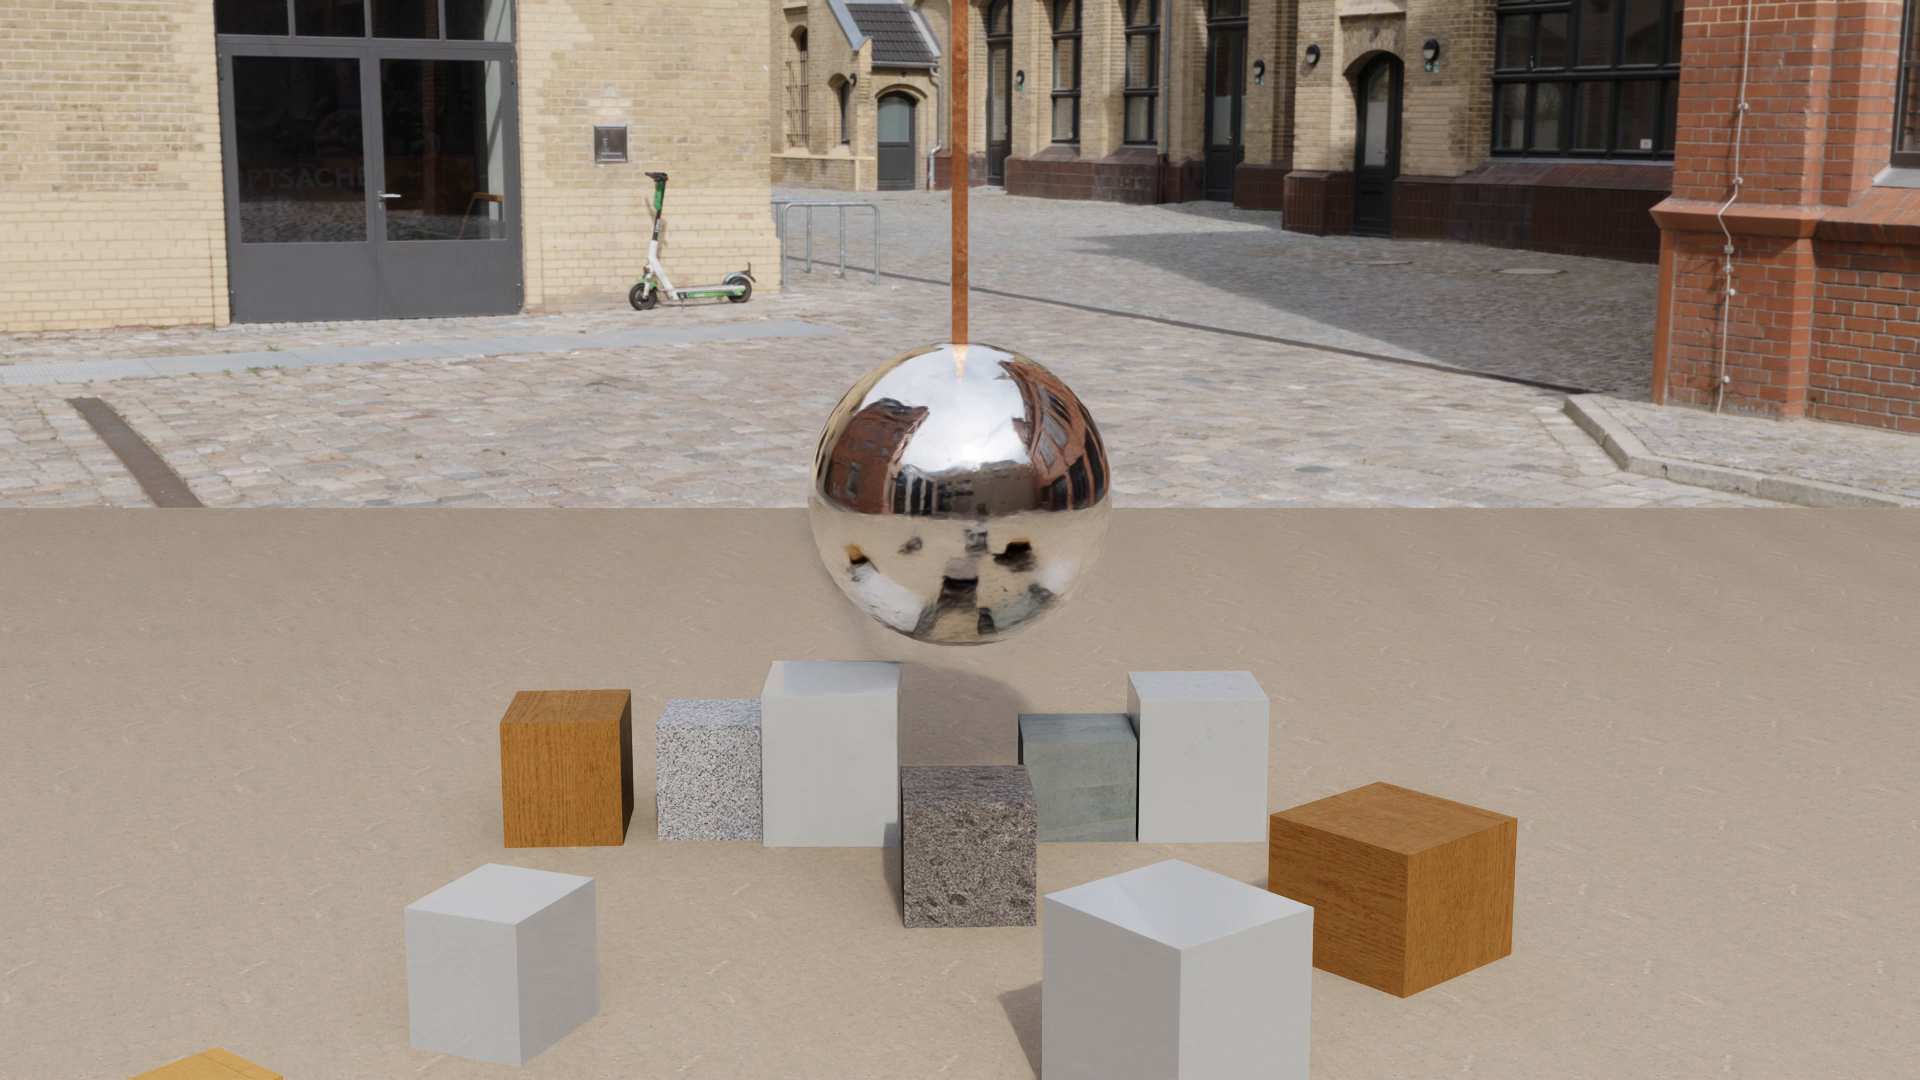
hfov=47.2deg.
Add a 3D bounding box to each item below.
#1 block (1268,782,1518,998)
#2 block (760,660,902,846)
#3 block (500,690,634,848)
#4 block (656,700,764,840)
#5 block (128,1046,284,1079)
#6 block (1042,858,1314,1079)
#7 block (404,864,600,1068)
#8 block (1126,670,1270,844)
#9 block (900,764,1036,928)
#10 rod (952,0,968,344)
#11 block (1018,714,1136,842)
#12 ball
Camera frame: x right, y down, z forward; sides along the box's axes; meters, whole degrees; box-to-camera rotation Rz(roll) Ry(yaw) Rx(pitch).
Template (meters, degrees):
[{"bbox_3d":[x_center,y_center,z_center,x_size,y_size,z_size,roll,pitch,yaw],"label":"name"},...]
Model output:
[{"bbox_3d":[1.877,1.501,9.577,0.763,0.619,0.742,-9,14,-41],"label":"block"},{"bbox_3d":[-0.651,1.093,11.369,0.677,0.783,0.741,0,10,0],"label":"block"},{"bbox_3d":[-2.014,1.168,11.333,0.591,0.647,0.658,-1,10,-3],"label":"block"},{"bbox_3d":[-1.266,1.182,11.376,0.534,0.603,0.525,0,10,0],"label":"block"},{"bbox_3d":[-2.550,2.005,7.451,0.388,0.388,0.354,8,13,38],"label":"block"},{"bbox_3d":[0.795,1.696,8.107,0.677,0.762,0.716,-8,13,-39],"label":"block"},{"bbox_3d":[-1.812,1.676,8.741,0.505,0.575,0.576,4,11,21],"label":"block"},{"bbox_3d":[1.217,1.112,11.374,0.647,0.742,0.613,0,10,-2],"label":"block"},{"bbox_3d":[0.031,1.411,10.189,0.597,0.579,0.614,-1,10,-3],"label":"block"},{"bbox_3d":[0.000,-3.541,10.702,0.080,5.200,0.080,0,14,0],"label":"rod"},{"bbox_3d":[0.598,1.223,11.370,0.571,0.525,0.557,0,10,-1],"label":"block"},{"bbox_3d":[0.000,-0.241,11.520,1.600,1.600,1.600,0,10,0],"label":"ball"}]
